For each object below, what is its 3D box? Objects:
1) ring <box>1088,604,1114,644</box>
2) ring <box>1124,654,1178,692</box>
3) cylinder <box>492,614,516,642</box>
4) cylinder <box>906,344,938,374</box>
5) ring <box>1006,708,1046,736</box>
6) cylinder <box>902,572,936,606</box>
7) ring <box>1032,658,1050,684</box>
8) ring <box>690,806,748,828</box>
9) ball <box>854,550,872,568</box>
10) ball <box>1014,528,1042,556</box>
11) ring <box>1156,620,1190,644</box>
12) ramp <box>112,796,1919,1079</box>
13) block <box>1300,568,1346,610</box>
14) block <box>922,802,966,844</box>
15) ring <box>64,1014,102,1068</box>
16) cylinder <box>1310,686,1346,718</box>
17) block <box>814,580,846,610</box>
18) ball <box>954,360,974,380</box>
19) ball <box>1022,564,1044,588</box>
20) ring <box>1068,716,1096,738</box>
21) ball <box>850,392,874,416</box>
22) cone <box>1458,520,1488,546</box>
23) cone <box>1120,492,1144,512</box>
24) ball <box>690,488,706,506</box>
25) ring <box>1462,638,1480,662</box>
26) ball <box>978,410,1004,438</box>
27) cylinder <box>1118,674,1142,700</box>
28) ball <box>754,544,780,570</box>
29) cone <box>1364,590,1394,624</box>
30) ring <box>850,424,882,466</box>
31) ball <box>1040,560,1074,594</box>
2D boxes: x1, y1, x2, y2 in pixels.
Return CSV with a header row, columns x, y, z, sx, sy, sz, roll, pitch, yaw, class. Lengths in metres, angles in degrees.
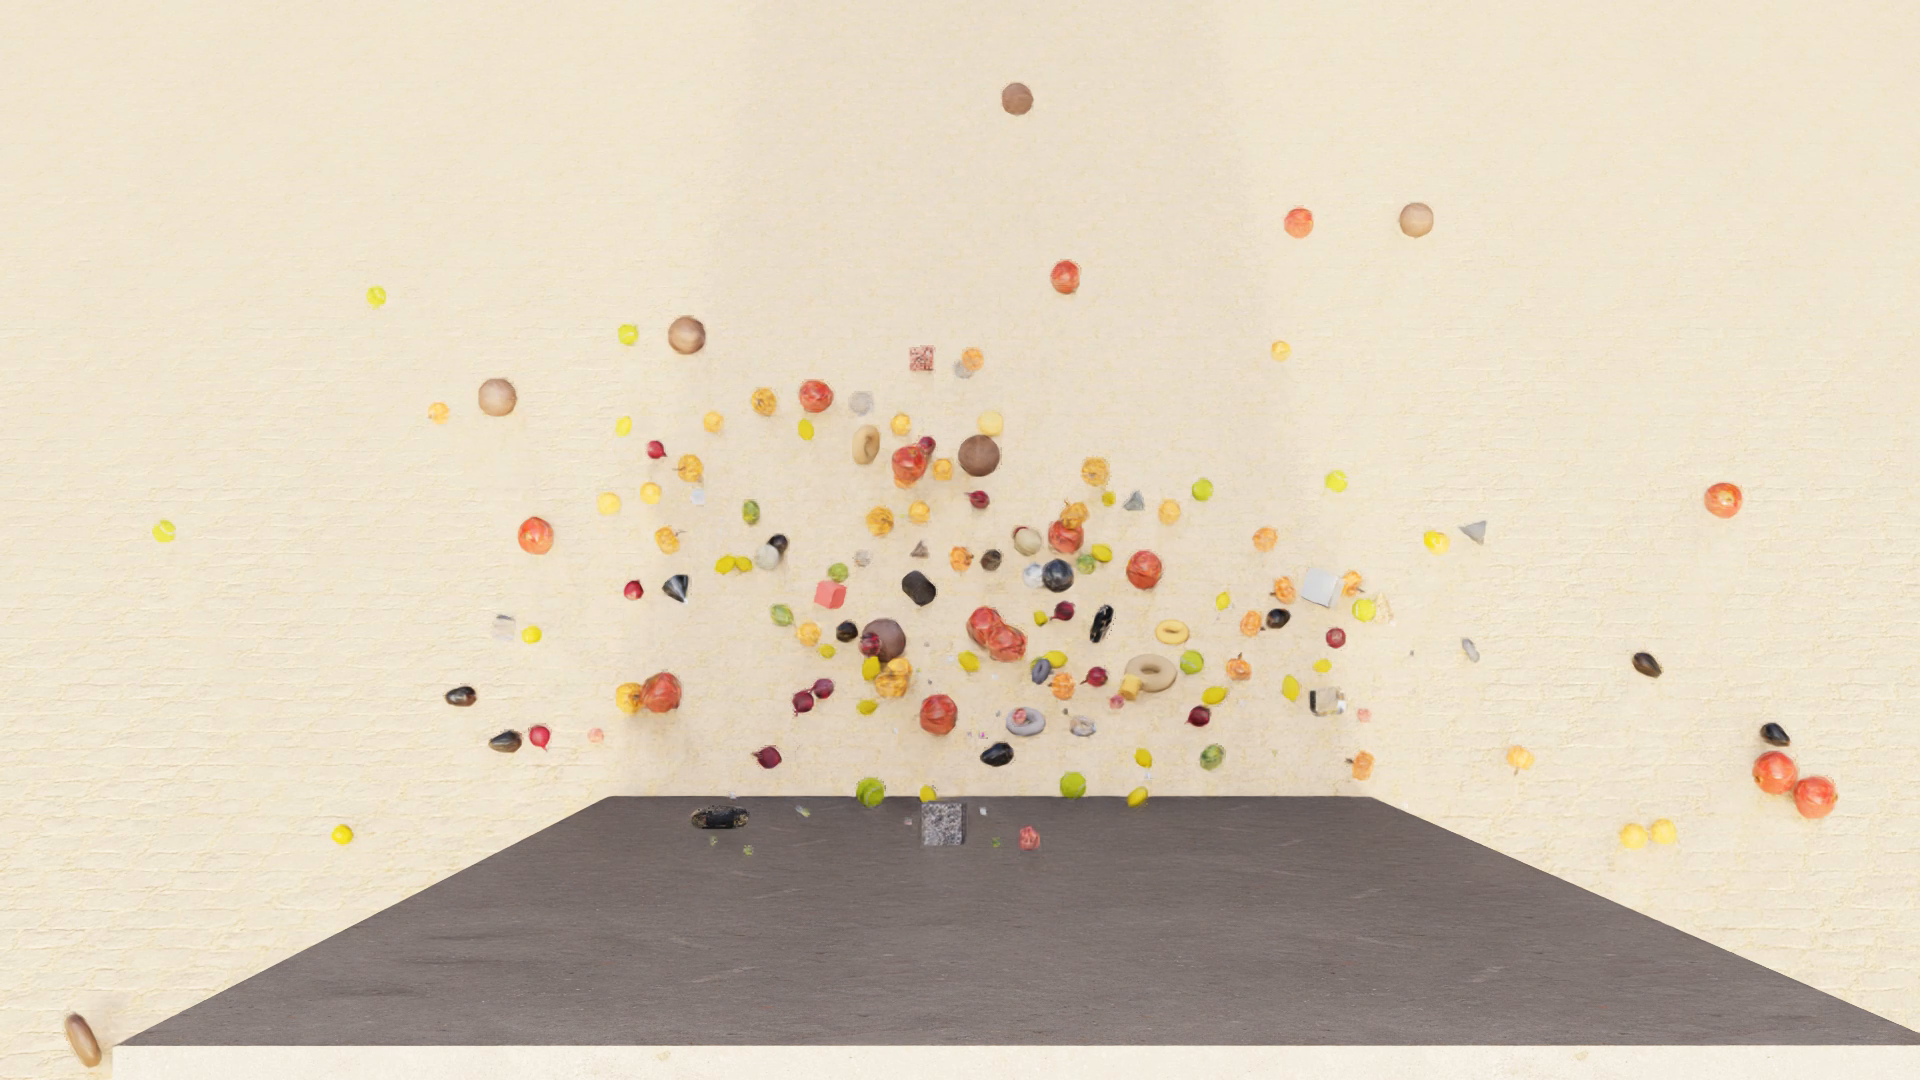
x,y,z,sx,sy,sz,roll,pitch,yaw,class
0.407,0.242,7.482,0.039,0.116,0.116,12,36,27,ring
0.540,0.377,7.351,0.149,0.050,0.149,1,34,-1,ring
-1.312,0.255,7.476,0.060,0.060,0.060,4,66,5,cylinder
-0.128,-0.608,8.730,0.077,0.077,0.077,-34,39,3,cylinder
0.181,0.503,7.180,0.112,0.037,0.112,0,33,0,ring
-0.122,0.143,7.656,0.077,0.077,0.077,-17,32,-23,cylinder
0.228,0.368,7.296,0.026,0.078,0.078,26,28,-22,ring
-0.537,0.621,5.805,0.131,0.044,0.131,-1,-2,0,ring
-0.290,0.057,7.807,0.053,0.053,0.053,0,35,0,ball
0.202,0.006,7.765,0.084,0.084,0.084,0,35,0,ball
0.616,0.267,7.523,0.101,0.034,0.101,0,36,0,ring
0.077,0.662,4.827,2.000,0.100,4.000,0,-2,0,ramp
1.060,0.144,7.601,0.090,0.090,0.090,20,-2,24,block
-0.032,0.588,5.405,0.082,0.082,0.082,0,-2,7,block
-2.067,1.179,6.120,0.046,0.137,0.137,-26,42,-27,ring
1.014,0.447,7.171,0.076,0.076,0.076,-10,28,28,cylinder
-0.381,0.160,7.633,0.062,0.062,0.062,25,19,31,block
0.015,-0.571,8.698,0.066,0.066,0.066,0,35,0,ball
0.221,0.106,7.717,0.075,0.075,0.075,0,35,0,ball
0.339,0.515,7.173,0.078,0.026,0.078,-1,35,1,ring
-0.320,-0.445,8.504,0.081,0.081,0.081,0,35,0,ball
1.549,-0.028,7.876,0.083,0.083,0.083,12,36,15,cone
0.530,-0.108,8.063,0.067,0.067,0.067,-22,32,15,cone
-0.814,-0.133,8.083,0.051,0.051,0.051,0,35,0,ball
1.457,0.314,7.409,0.026,0.077,0.077,-34,33,14,ring
0.102,-0.374,8.397,0.087,0.087,0.087,0,35,0,ball
0.477,0.413,7.273,0.052,0.052,0.052,15,59,20,cylinder
-0.578,0.052,7.795,0.076,0.076,0.076,0,35,0,ball
1.228,0.183,7.594,0.089,0.089,0.089,-1,35,1,cone
-0.299,-0.302,8.242,0.045,0.134,0.134,10,34,36,ring
0.276,0.102,7.319,0.096,0.096,0.096,0,35,0,ball
